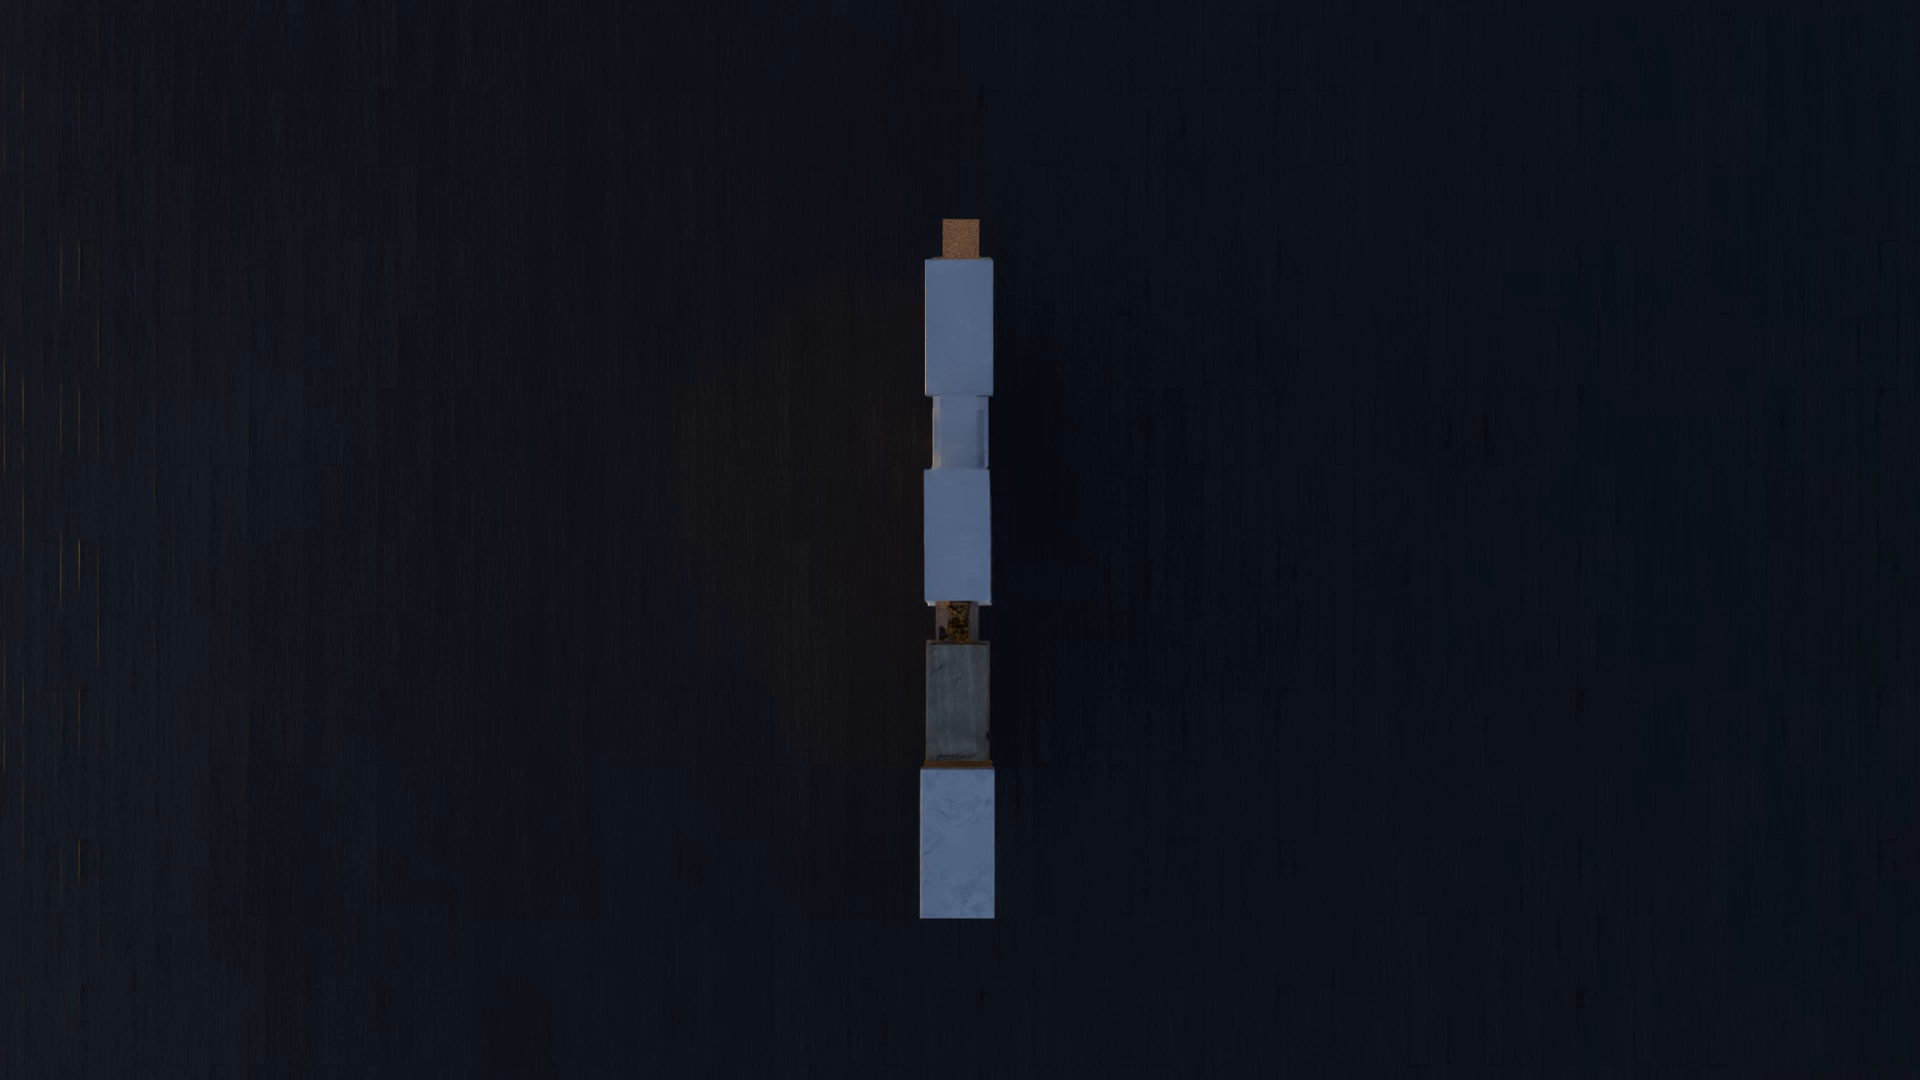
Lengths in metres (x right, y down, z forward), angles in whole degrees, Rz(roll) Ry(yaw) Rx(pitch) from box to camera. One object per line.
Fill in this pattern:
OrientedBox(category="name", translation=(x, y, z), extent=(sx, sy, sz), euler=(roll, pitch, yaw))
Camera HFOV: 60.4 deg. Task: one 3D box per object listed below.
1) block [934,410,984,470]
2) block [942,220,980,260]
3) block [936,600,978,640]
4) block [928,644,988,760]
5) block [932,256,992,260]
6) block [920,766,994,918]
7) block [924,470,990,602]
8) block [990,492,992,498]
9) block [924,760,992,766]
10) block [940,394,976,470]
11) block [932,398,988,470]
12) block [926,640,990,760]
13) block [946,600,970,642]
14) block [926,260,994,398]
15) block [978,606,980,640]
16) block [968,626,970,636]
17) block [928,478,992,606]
OrientedBox(category="block", translation=(-0.003, -0.197, 4.131), extent=(0.126, 0.036, 0.253), euler=(0, 90, 0))
OrientedBox(category="block", translation=(0.003, -0.780, 4.538), extent=(0.100, 0.028, 0.200), euler=(0, 90, 0))
OrientedBox(category="block", translation=(-0.008, 0.146, 4.171), extent=(0.108, 0.030, 0.215), euler=(0, 90, 0))
OrientedBox(category="block", translation=(-0.006, 0.387, 3.947), extent=(0.139, 0.039, 0.277), euler=(0, 90, 0))
OrientedBox(category="block", translation=(0.005, -0.646, 4.776), extent=(0.171, 0.048, 0.341), euler=(0, 90, 0))
OrientedBox(category="block", translation=(-0.006, 0.709, 3.872), extent=(0.173, 0.049, 0.346), euler=(0, 90, 0))
OrientedBox(category="block", translation=(-0.007, -0.011, 3.790), extent=(0.150, 0.043, 0.301), euler=(0, 90, 0))
OrientedBox(category="block", translation=(-0.004, -0.114, 3.962), extent=(0.150, 0.301, 0.043), euler=(-3, 91, 0))
OrientedBox(category="block", translation=(-0.005, 0.592, 4.070), extent=(0.173, 0.347, 0.049), euler=(0, 91, 0))
OrientedBox(category="block", translation=(-0.005, -0.256, 3.923), extent=(0.088, 0.025, 0.176), euler=(0, 90, 0))
OrientedBox(category="block", translation=(0.002, -0.319, 4.519), extent=(0.151, 0.043, 0.302), euler=(0, 90, 0))
OrientedBox(category="block", translation=(-0.006, 0.422, 4.267), extent=(0.164, 0.047, 0.329), euler=(0, 90, 0))
OrientedBox(category="block", translation=(-0.003, 0.194, 4.044), extent=(0.052, 0.015, 0.103), euler=(4, 90, 1))
OrientedBox(category="block", translation=(-0.002, -0.511, 3.989), extent=(0.163, 0.046, 0.327), euler=(0, 90, 0))
OrientedBox(category="block", translation=(-0.002, 0.268, 5.228), extent=(0.127, 0.036, 0.254), euler=(0, 90, 0))
OrientedBox(category="block", translation=(-0.001, 0.227, 4.104), extent=(0.052, 0.103, 0.015), euler=(0, 92, 1))
OrientedBox(category="block", translation=(-0.001, 0.005, 4.426), extent=(0.170, 0.048, 0.340), euler=(0, 90, 0))
